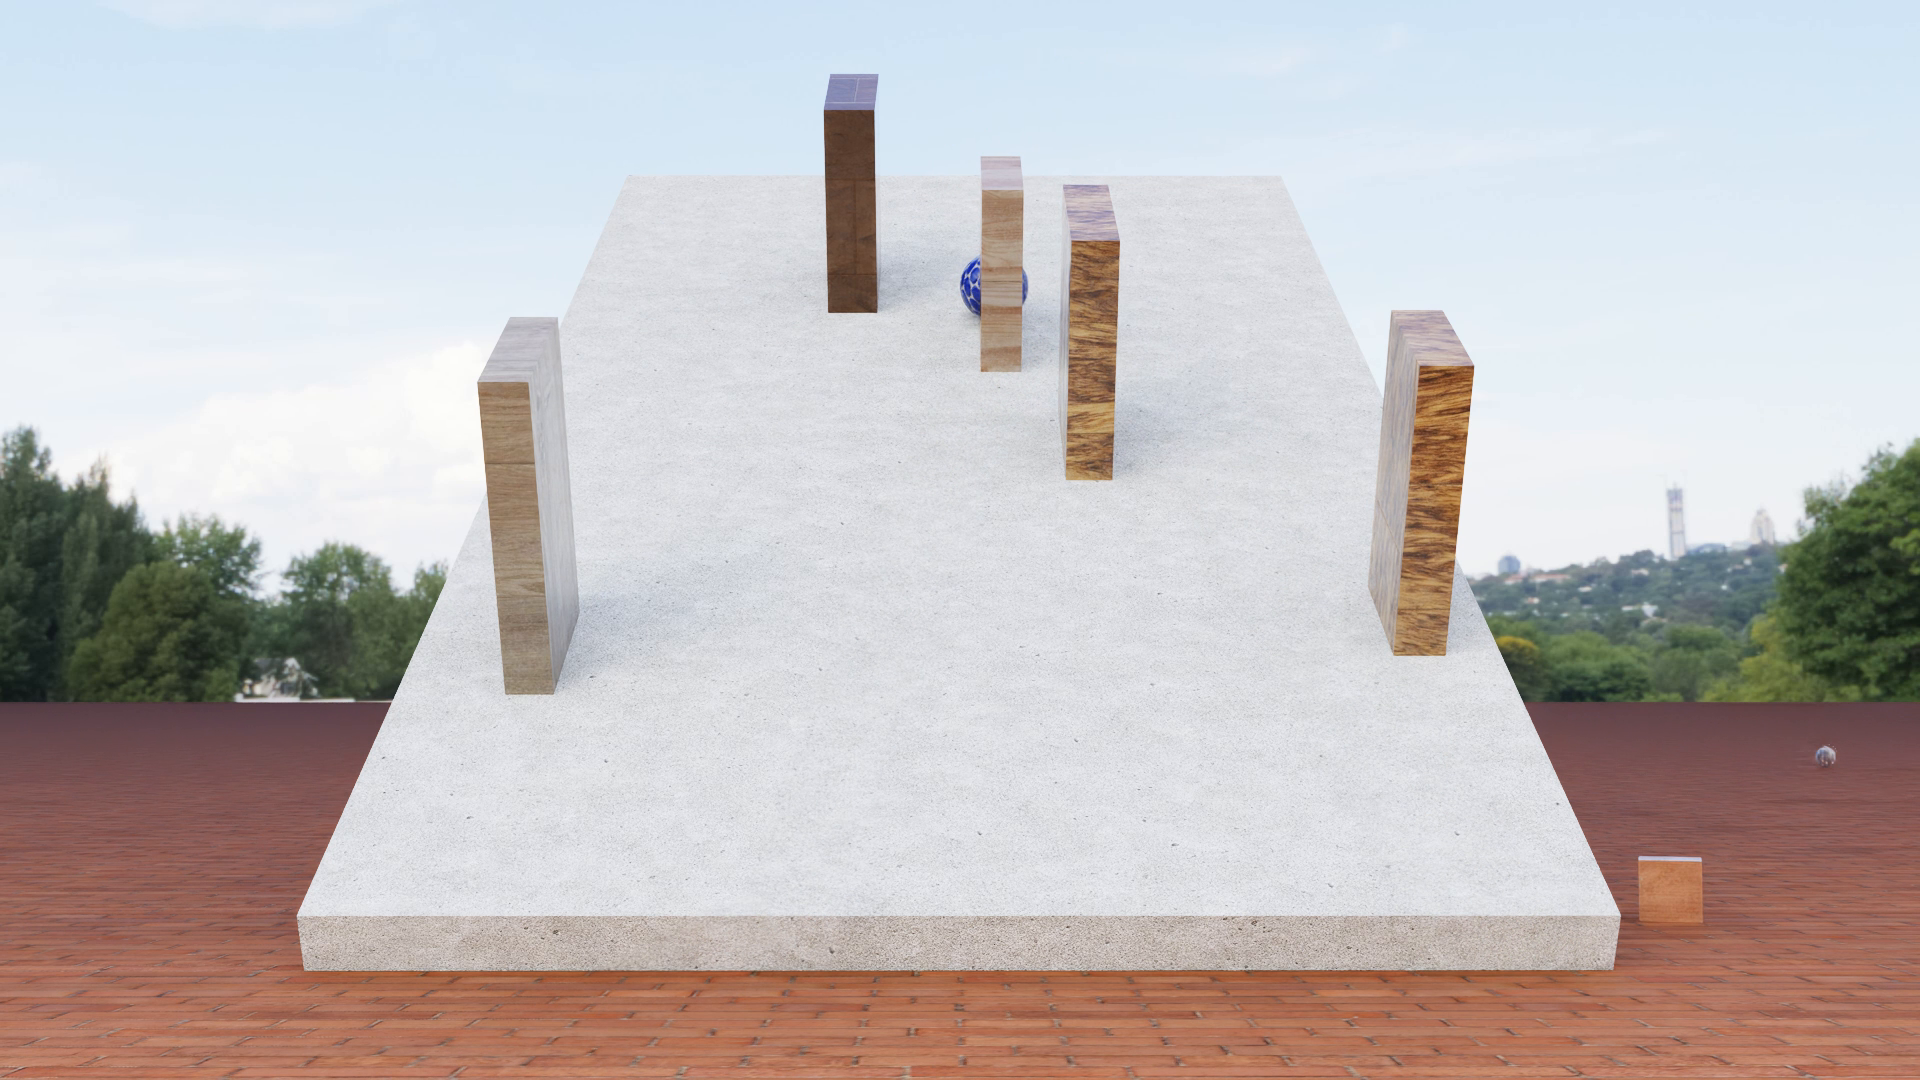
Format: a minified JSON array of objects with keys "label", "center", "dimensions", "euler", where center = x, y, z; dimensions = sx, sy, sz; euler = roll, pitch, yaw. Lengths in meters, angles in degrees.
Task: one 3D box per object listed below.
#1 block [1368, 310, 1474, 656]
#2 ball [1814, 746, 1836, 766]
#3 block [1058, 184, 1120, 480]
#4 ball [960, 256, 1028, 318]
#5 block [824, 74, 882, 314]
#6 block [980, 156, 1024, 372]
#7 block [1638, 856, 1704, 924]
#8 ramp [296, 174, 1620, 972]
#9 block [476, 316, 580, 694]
[{"label":"block","center":[0.845,-0.106,4.314],"dimensions":[0.096,0.569,0.292],"euler":[0,25,0]},{"label":"ball","center":[5.114,1.280,13.822],"dimensions":[0.120,0.120,0.120],"euler":[0,-4,0]},{"label":"block","center":[0.278,-0.457,5.105],"dimensions":[0.101,0.537,0.408],"euler":[0,25,0]},{"label":"ball","center":[0.087,-0.643,5.934],"dimensions":[0.175,0.175,0.175],"euler":[0,-4,0]},{"label":"block","center":[-0.276,-0.902,6.068],"dimensions":[0.127,0.530,0.373],"euler":[0,25,0]},{"label":"block","center":[0.098,-0.670,5.665],"dimensions":[0.098,0.451,0.292],"euler":[0,25,0]},{"label":"block","center":[1.336,0.656,4.399],"dimensions":[0.113,0.113,0.113],"euler":[-1,-4,17]},{"label":"ramp","center":[-0.009,-0.229,5.368],"dimensions":[2.000,0.100,4.000],"euler":[0,25,0]},{"label":"block","center":[-0.765,-0.063,4.181],"dimensions":[0.086,0.595,0.325],"euler":[0,25,0]}]
